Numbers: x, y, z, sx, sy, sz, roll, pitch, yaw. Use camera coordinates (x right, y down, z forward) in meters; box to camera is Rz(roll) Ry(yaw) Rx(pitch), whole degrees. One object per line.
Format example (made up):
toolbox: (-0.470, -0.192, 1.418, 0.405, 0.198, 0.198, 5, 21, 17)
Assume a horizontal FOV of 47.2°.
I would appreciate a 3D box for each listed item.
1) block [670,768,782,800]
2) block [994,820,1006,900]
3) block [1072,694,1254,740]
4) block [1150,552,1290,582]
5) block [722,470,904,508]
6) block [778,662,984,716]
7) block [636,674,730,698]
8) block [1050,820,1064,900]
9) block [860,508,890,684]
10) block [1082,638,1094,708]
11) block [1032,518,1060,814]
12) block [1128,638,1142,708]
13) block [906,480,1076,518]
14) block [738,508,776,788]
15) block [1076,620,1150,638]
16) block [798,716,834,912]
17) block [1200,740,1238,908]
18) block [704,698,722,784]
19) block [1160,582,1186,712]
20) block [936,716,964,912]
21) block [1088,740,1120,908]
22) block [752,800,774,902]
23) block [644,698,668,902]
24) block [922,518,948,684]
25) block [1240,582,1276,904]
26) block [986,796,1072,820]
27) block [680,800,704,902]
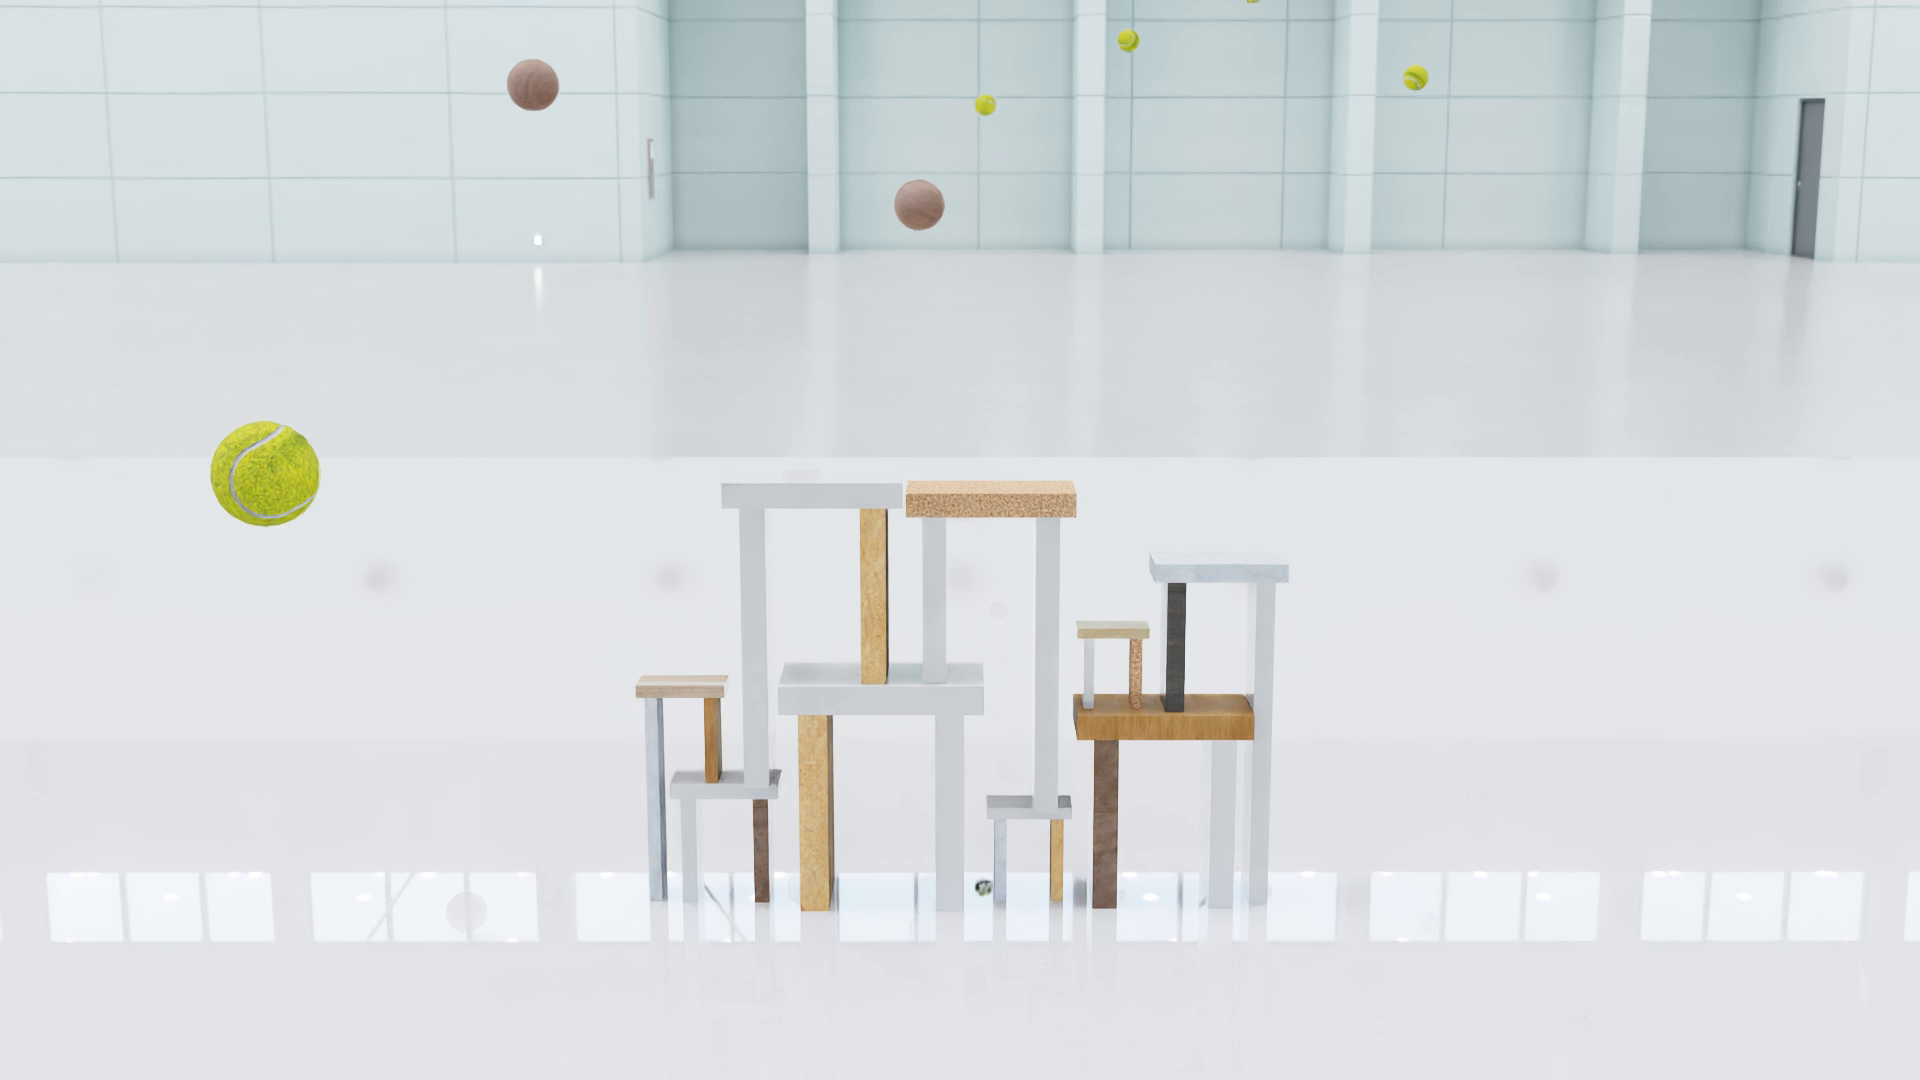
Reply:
block: (-0.386, 0.403, 3.635, 0.177, 0.025, 0.089, 0, 11, 0)
block: (0.067, 0.521, 3.656, 0.020, 0.140, 0.070, 0, 11, 0)
block: (0.331, 0.290, 3.612, 0.285, 0.040, 0.143, 0, 11, 0)
block: (0.419, 0.044, 3.570, 0.214, 0.030, 0.107, 0, 11, 0)
block: (-0.234, -0.083, 3.547, 0.286, 0.041, 0.143, 0, 11, 0)
block: (-0.127, 0.243, 3.602, 0.330, 0.047, 0.165, 0, 11, 0)
block: (-0.454, 0.240, 3.602, 0.144, 0.020, 0.072, 0, 11, 0)
block: (0.160, 0.521, 3.656, 0.020, 0.140, 0.070, 0, 11, 0)
block: (-0.139, 0.078, 3.577, 0.041, 0.286, 0.143, 0, 11, 0)
block: (0.209, 0.212, 3.601, 0.017, 0.117, 0.059, 0, 11, 0)
block: (0.140, 0.192, 3.599, 0.038, 0.488, 0.135, 0, 11, 0)
block: (0.287, 0.212, 3.601, 0.017, 0.117, 0.059, 0, 11, 0)
block: (0.049, -0.067, 3.551, 0.271, 0.038, 0.135, 0, 11, 0)
block: (-0.330, 0.164, 3.593, 0.041, 0.461, 0.143, 0, 11, 0)
block: (0.248, 0.146, 3.588, 0.117, 0.017, 0.059, 0, 11, 0)
block: (-0.237, 0.428, 3.636, 0.047, 0.330, 0.165, 0, 11, 0)
block: (0.427, 0.450, 3.642, 0.040, 0.285, 0.143, 0, 11, 0)
block: (-0.406, 0.321, 3.617, 0.020, 0.144, 0.072, 0, 11, 0)
block: (0.348, 0.164, 3.592, 0.030, 0.214, 0.107, 0, 11, 0)
block: (-0.017, 0.428, 3.636, 0.047, 0.330, 0.165, 0, 11, 0)
block: (0.236, 0.450, 3.642, 0.040, 0.285, 0.143, 0, 11, 0)
block: (-0.326, 0.503, 3.654, 0.025, 0.177, 0.089, 0, 11, 0)
block: (-0.502, 0.420, 3.635, 0.020, 0.346, 0.072, 0, 11, 0)
block: (-0.041, 0.085, 3.579, 0.038, 0.271, 0.135, 0, 11, 0)
block: (0.490, 0.324, 3.622, 0.030, 0.540, 0.107, 0, 11, 0)
block: (0.114, 0.442, 3.641, 0.140, 0.020, 0.070, 0, 11, 0)
block: (-0.445, 0.503, 3.654, 0.025, 0.177, 0.089, 0, 11, 0)
